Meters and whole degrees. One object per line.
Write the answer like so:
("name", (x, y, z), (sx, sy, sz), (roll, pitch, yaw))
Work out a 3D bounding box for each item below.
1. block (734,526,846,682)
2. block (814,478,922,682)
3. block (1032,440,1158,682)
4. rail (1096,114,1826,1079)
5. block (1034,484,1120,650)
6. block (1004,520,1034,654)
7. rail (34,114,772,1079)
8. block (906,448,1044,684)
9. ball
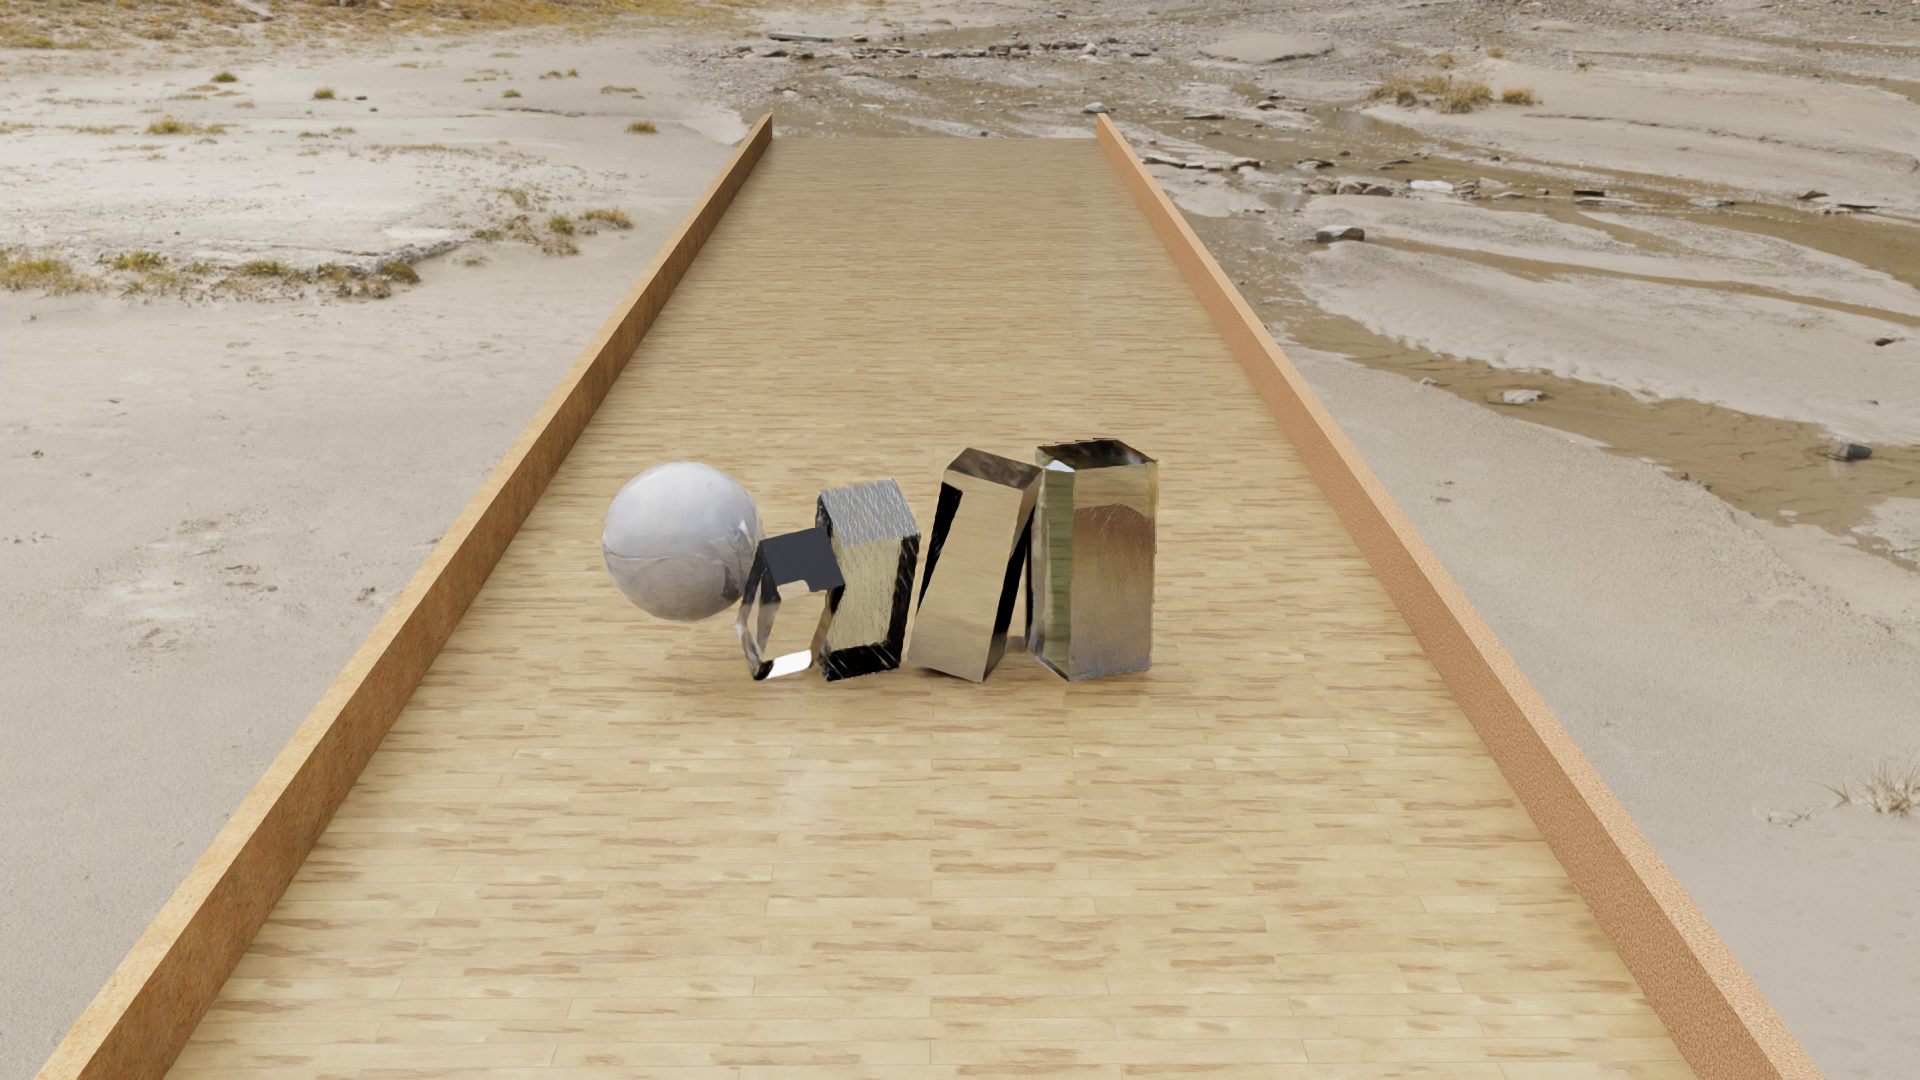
("block", (-0.326, 0.125, 4.175), (0.125, 0.125, 0.378), (-14, -22, -20))
("block", (-0.192, 0.080, 4.229), (0.151, 0.381, 0.151), (-10, 49, -19))
("block", (0.262, 0.039, 4.333), (0.176, 0.430, 0.176), (-7, 19, -22))
("rail", (0.932, -0.844, 7.801), (0.050, 0.150, 12.000), (0, 17, -1))
("block", (0.237, 0.055, 4.501), (0.127, 0.305, 0.127), (-7, 19, -22))
("block", (0.059, 0.043, 4.489), (0.170, 0.337, 0.170), (3, 18, 9))
("rail", (-1.118, -0.838, 7.780), (0.050, 0.150, 12.000), (0, 17, -1))
("block", (0.029, 0.049, 4.301), (0.158, 0.407, 0.158), (16, 21, 12))
("ball", (-0.536, 0.003, 4.265), (0.314, 0.314, 0.314), (0, 17, 0))
